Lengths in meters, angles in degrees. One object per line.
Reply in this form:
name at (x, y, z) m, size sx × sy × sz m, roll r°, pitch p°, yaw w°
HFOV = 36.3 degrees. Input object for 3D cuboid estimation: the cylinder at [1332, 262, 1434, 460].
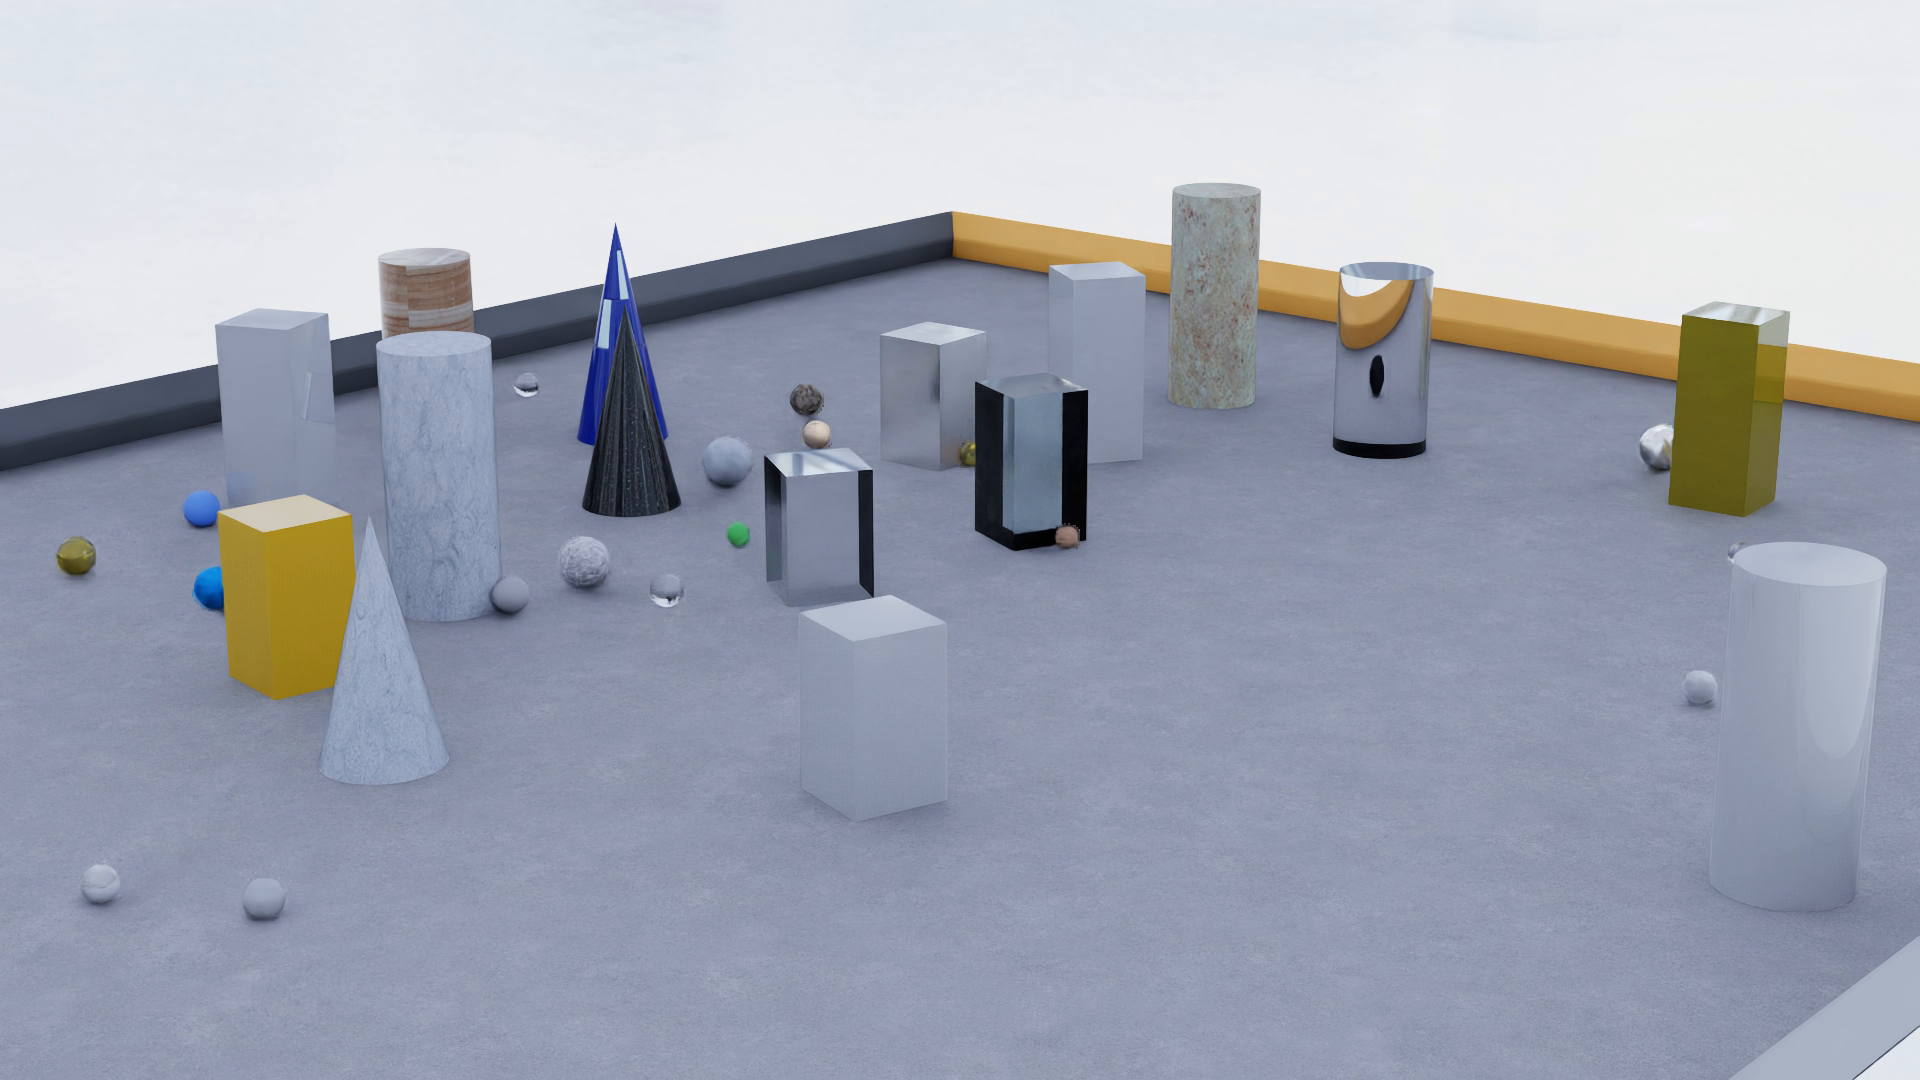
cylinder at (0.869, -0.371, 6.028) m, size 0.192 × 0.371 × 0.192 m, roll 0°, pitch 17°, yaw 0°

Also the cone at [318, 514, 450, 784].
cone at (-0.856, 0.145, 4.301) m, size 0.192 × 0.383 × 0.192 m, roll 0°, pitch 17°, yaw 0°

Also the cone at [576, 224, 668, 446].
cone at (-0.709, -0.438, 6.103) m, size 0.192 × 0.458 × 0.192 m, roll 0°, pitch 17°, yaw 0°

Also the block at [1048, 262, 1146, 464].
block at (0.277, -0.362, 5.983) m, size 0.153 × 0.381 × 0.153 m, roll -5°, pitch 17°, yaw -16°

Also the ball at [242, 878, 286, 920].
ball at (-0.904, 0.466, 3.807) m, size 0.054 × 0.054 × 0.054 m, roll 0°, pitch 17°, yaw 0°

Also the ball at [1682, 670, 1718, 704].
ball at (1.158, 0.230, 4.589) m, size 0.053 × 0.053 × 0.053 m, roll 0°, pitch 17°, yaw 0°

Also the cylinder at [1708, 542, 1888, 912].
cylinder at (1.100, 0.244, 3.860) m, size 0.192 × 0.447 × 0.192 m, roll 0°, pitch 17°, yaw 0°

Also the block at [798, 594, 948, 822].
block at (-0.124, 0.238, 4.191) m, size 0.153 × 0.268 × 0.153 m, roll -10°, pitch 20°, yaw -31°

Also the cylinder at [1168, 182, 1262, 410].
cylinder at (0.556, -0.535, 6.411) m, size 0.192 × 0.464 × 0.192 m, roll 0°, pitch 17°, yaw 0°

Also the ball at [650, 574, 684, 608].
ball at (-0.505, 0.087, 5.054) m, size 0.058 × 0.058 × 0.058 m, roll 0°, pitch 17°, yaw 0°

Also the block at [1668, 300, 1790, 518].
block at (1.477, -0.253, 5.633) m, size 0.153 × 0.375 × 0.153 m, roll 12°, pitch 21°, yaw 35°

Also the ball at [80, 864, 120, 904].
ball at (-1.130, 0.453, 3.855) m, size 0.051 × 0.051 × 0.051 m, roll 0°, pitch 17°, yaw 0°

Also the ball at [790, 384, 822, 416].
ball at (-0.333, -0.303, 6.328) m, size 0.068 × 0.068 × 0.068 m, roll 0°, pitch 17°, yaw 0°

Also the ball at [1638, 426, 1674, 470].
ball at (1.412, -0.186, 5.902) m, size 0.091 × 0.091 × 0.091 m, roll 0°, pitch 17°, yaw 0°

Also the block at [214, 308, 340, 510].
block at (-1.301, -0.241, 5.599) m, size 0.153 × 0.371 × 0.153 m, roll 5°, pitch 18°, yaw 17°

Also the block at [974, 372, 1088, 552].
block at (0.131, -0.147, 5.431) m, size 0.153 × 0.287 × 0.153 m, roll -9°, pitch 19°, yaw -26°

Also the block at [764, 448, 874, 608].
block at (-0.246, -0.024, 5.117) m, size 0.153 × 0.234 × 0.153 m, roll -5°, pitch 18°, yaw -17°

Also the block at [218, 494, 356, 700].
block at (-1.067, 0.089, 4.671) m, size 0.153 × 0.276 × 0.153 m, roll -14°, pitch 22°, yaw -38°

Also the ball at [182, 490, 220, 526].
ball at (-1.429, -0.060, 5.524) m, size 0.069 × 0.069 × 0.069 m, roll 0°, pitch 17°, yaw 0°

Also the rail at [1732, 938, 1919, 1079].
rail at (1.479, 0.402, 3.891) m, size 0.045 × 0.125 × 4.501 m, roll 14°, pitch 22°, yaw 39°

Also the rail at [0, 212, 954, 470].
rail at (-1.479, -0.340, 6.350) m, size 0.045 × 0.125 × 4.501 m, roll 14°, pitch 22°, yaw 39°

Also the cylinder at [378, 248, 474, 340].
cylinder at (-1.118, -0.414, 6.173) m, size 0.192 × 0.371 × 0.192 m, roll 0°, pitch 17°, yaw 0°

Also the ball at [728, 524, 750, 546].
ball at (-0.408, -0.010, 5.402) m, size 0.042 × 0.042 × 0.042 m, roll 0°, pitch 17°, yaw 0°

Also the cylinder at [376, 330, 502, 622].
cylinder at (-0.887, -0.110, 5.009) m, size 0.192 × 0.462 × 0.192 m, roll 0°, pitch 17°, yaw 0°

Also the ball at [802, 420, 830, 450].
ball at (-0.297, -0.218, 6.060) m, size 0.060 × 0.060 × 0.060 m, roll 0°, pitch 17°, yaw 0°

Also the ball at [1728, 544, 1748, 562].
ball at (1.405, 0.026, 5.283) m, size 0.042 × 0.042 × 0.042 m, roll 0°, pitch 17°, yaw 0°

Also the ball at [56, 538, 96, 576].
ball at (-1.575, 0.029, 5.228) m, size 0.068 × 0.068 × 0.068 m, roll 0°, pitch 17°, yaw 0°

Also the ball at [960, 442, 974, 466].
ball at (0.024, -0.173, 5.927) m, size 0.050 × 0.050 × 0.050 m, roll 0°, pitch 17°, yaw 0°

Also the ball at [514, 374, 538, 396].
ball at (-0.959, -0.343, 6.487) m, size 0.053 × 0.053 × 0.053 m, roll 0°, pitch 17°, yaw 0°

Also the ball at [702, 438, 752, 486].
ball at (-0.460, -0.155, 5.790) m, size 0.096 × 0.096 × 0.096 m, roll 0°, pitch 17°, yaw 0°

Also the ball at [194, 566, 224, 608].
ball at (-1.281, 0.082, 5.045) m, size 0.072 × 0.072 × 0.072 m, roll 0°, pitch 17°, yaw 0°

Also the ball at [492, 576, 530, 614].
ball at (-0.770, 0.094, 5.019) m, size 0.064 × 0.064 × 0.064 m, roll 0°, pitch 17°, yaw 0°

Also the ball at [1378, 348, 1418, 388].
ball at (0.979, -0.385, 6.565) m, size 0.088 × 0.088 × 0.088 m, roll 0°, pitch 17°, yaw 0°

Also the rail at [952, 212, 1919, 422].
rail at (1.460, -0.455, 6.730) m, size 3.965 × 0.125 × 0.045 m, roll 14°, pitch 22°, yaw 39°

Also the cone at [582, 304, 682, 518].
cone at (-0.636, -0.260, 5.621) m, size 0.192 × 0.396 × 0.192 m, roll 0°, pitch 17°, yaw 0°

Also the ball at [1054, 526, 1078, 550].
ball at (0.196, -0.005, 5.384) m, size 0.043 × 0.043 × 0.043 m, roll 0°, pitch 17°, yaw 0°

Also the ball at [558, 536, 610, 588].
ball at (-0.660, 0.039, 5.157) m, size 0.090 × 0.090 × 0.090 m, roll 0°, pitch 17°, yaw 0°

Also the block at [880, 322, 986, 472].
block at (-0.054, -0.293, 5.959) m, size 0.153 × 0.262 × 0.153 m, roll 13°, pitch 21°, yaw 36°
